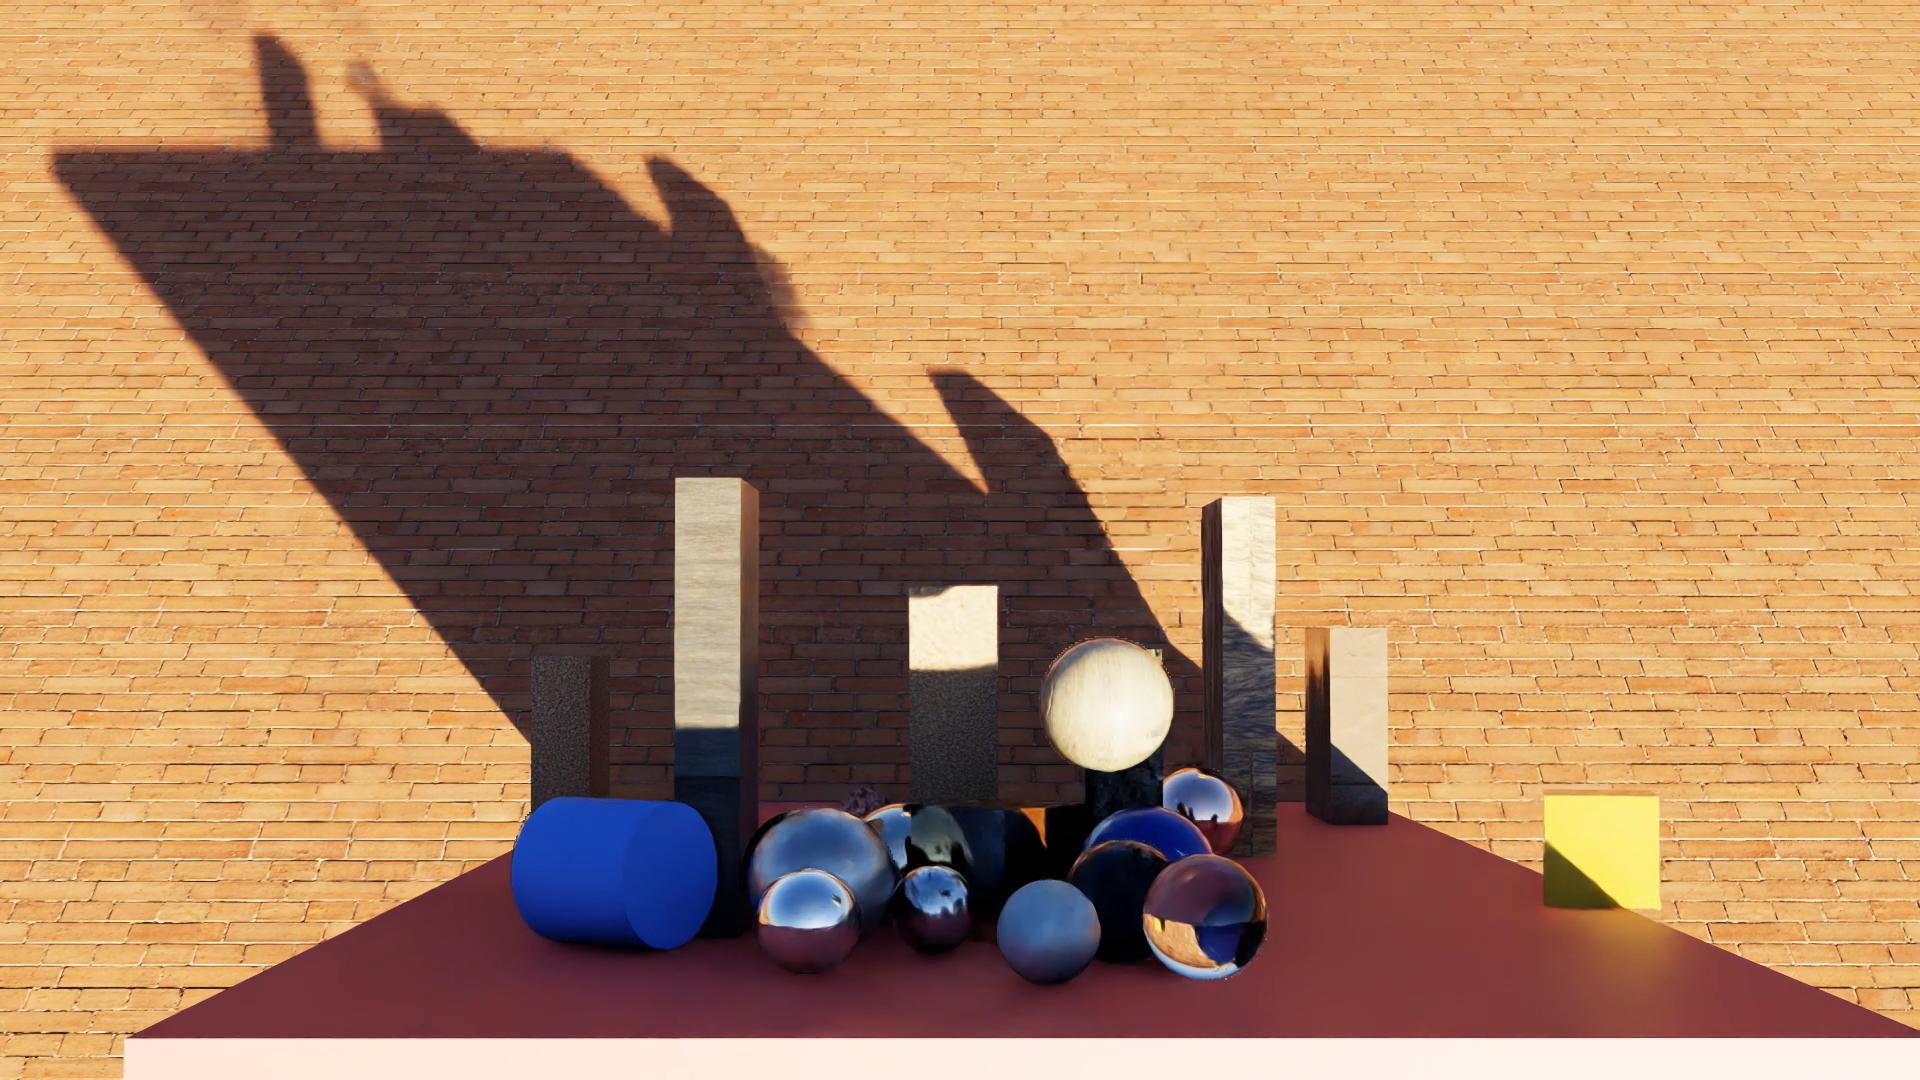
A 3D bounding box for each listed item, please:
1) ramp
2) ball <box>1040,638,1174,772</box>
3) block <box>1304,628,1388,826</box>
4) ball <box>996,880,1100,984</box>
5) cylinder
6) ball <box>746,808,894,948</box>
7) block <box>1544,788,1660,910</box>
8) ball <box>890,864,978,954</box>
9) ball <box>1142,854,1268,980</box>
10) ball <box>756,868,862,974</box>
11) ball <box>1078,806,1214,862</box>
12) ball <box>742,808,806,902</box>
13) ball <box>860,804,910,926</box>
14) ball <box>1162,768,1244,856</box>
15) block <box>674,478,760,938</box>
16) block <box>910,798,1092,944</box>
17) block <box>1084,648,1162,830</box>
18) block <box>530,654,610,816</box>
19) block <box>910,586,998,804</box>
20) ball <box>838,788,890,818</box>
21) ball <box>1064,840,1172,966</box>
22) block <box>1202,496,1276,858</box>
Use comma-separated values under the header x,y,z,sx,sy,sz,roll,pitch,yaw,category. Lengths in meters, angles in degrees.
x,y,z,sx,sy,sz,roll,pitch,yaw,category
0.078,0.671,4.862,2.000,0.100,4.000,0,-2,0,ramp
0.190,0.213,3.361,0.172,0.172,0.172,0,36,0,ball
0.929,0.441,6.269,0.133,0.458,0.445,0,-2,0,block
0.113,0.499,3.311,0.133,0.133,0.133,0,36,0,ball
-0.495,0.477,3.737,0.208,0.208,0.208,-1,30,34,cylinder
-0.192,0.472,3.589,0.204,0.204,0.204,0,36,0,ball
1.062,0.510,4.312,0.181,0.181,0.181,0,-2,12,block
-0.037,0.515,3.626,0.124,0.124,0.124,0,36,0,ball
0.316,0.486,3.351,0.162,0.162,0.162,0,36,0,ball
-0.199,0.500,3.408,0.139,0.139,0.139,0,36,0,ball
0.265,0.479,3.701,0.201,0.201,0.201,0,36,0,ball
-0.230,0.492,3.854,0.186,0.186,0.186,0,36,0,ball
-0.091,0.496,3.977,0.186,0.186,0.186,0,36,0,ball
0.450,0.532,5.000,0.187,0.187,0.187,0,36,0,ball
-0.372,0.252,3.996,0.096,0.675,0.353,0,-2,0,block
0.062,0.489,3.864,0.192,0.192,0.192,-2,-3,44,block
0.247,0.377,3.970,0.099,0.423,0.329,0,-2,0,block
-0.669,0.403,4.470,0.099,0.408,0.245,0,-2,0,block
-0.010,0.339,4.286,0.138,0.521,0.423,0,-2,0,block
-0.199,0.582,5.462,0.121,0.121,0.121,0,36,0,ball
0.220,0.488,3.505,0.168,0.168,0.168,0,36,0,ball
0.576,0.280,5.389,0.105,0.718,0.439,0,-2,0,block
